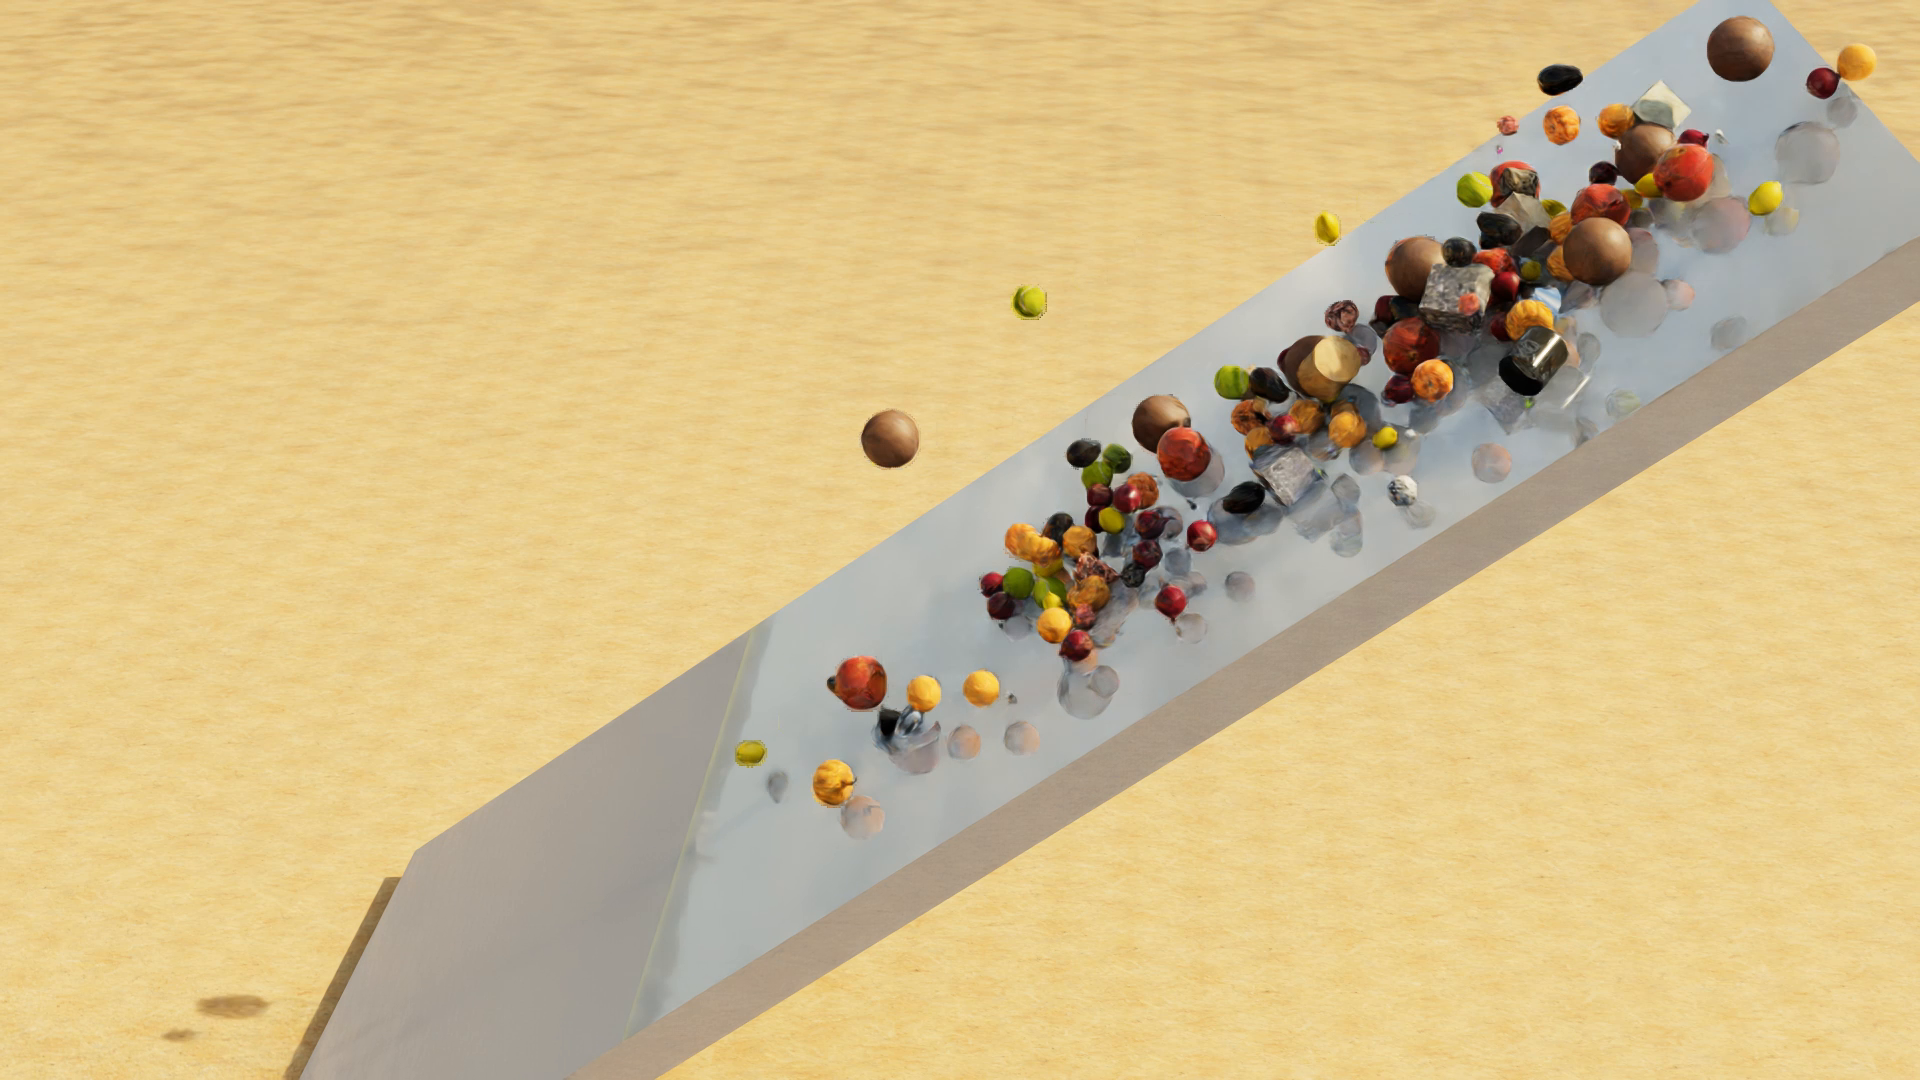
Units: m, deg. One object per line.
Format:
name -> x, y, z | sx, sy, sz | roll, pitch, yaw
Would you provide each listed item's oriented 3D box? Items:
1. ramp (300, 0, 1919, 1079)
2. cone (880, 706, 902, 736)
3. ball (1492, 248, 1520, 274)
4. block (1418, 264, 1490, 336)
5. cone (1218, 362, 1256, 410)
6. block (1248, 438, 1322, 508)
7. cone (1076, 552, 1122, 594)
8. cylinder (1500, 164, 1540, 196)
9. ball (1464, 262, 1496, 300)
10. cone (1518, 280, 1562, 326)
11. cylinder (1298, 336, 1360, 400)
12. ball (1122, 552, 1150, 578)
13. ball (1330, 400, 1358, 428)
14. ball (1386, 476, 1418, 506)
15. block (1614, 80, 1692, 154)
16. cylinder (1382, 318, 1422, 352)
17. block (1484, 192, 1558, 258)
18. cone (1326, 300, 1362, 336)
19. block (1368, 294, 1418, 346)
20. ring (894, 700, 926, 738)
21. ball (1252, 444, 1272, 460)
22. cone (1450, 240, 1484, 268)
ramp -> 0.133, 0.176, 6.313 | 4.000, 0.100, 2.000 | -33, 16, 16
cone -> -0.126, 0.372, 6.083 | 0.065, 0.065, 0.065 | -5, 21, 13
ball -> 1.112, -0.571, 5.991 | 0.056, 0.056, 0.056 | 0, 22, 0
block -> 0.956, -0.464, 5.682 | 0.096, 0.096, 0.096 | 12, -17, 28
cone -> 0.613, -0.315, 6.284 | 0.095, 0.095, 0.095 | -29, 4, 2
block -> 0.634, -0.131, 5.726 | 0.089, 0.089, 0.089 | -38, 15, -2
cone -> 0.294, 0.071, 5.995 | 0.087, 0.087, 0.087 | 5, 22, 28
cylinder -> 1.137, -0.724, 5.979 | 0.059, 0.059, 0.059 | 19, 20, -9
ball -> 1.013, -0.504, 5.774 | 0.080, 0.080, 0.080 | 0, 22, 0
cone -> 1.086, -0.471, 5.613 | 0.092, 0.092, 0.092 | 24, -11, 46
cylinder -> 0.739, -0.344, 5.886 | 0.098, 0.098, 0.098 | -7, -17, -16
ball -> 0.353, 0.053, 5.880 | 0.056, 0.056, 0.056 | 0, 22, 0
ball -> 0.764, -0.249, 5.839 | 0.056, 0.056, 0.056 | 0, 22, 0
ball -> 0.797, -0.089, 5.303 | 0.055, 0.055, 0.055 | 0, 22, 0
block -> 1.403, -0.857, 5.958 | 0.091, 0.091, 0.091 | -44, -1, -14
cylinder -> 0.900, -0.418, 5.981 | 0.057, 0.057, 0.057 | -17, 29, -36
block -> 1.135, -0.638, 5.955 | 0.088, 0.088, 0.088 | 1, 54, -47
cone -> 0.830, -0.462, 6.321 | 0.076, 0.076, 0.076 | 0, 47, -1
block -> 0.900, -0.458, 6.113 | 0.064, 0.064, 0.064 | -31, 16, 38
ring -> -0.103, 0.367, 6.024 | 0.029, 0.088, 0.088 | 36, 20, -10
ball -> 0.617, -0.167, 5.939 | 0.051, 0.051, 0.051 | 0, 22, 0
cone -> 1.057, -0.561, 6.022 | 0.079, 0.079, 0.079 | 23, 13, -24
